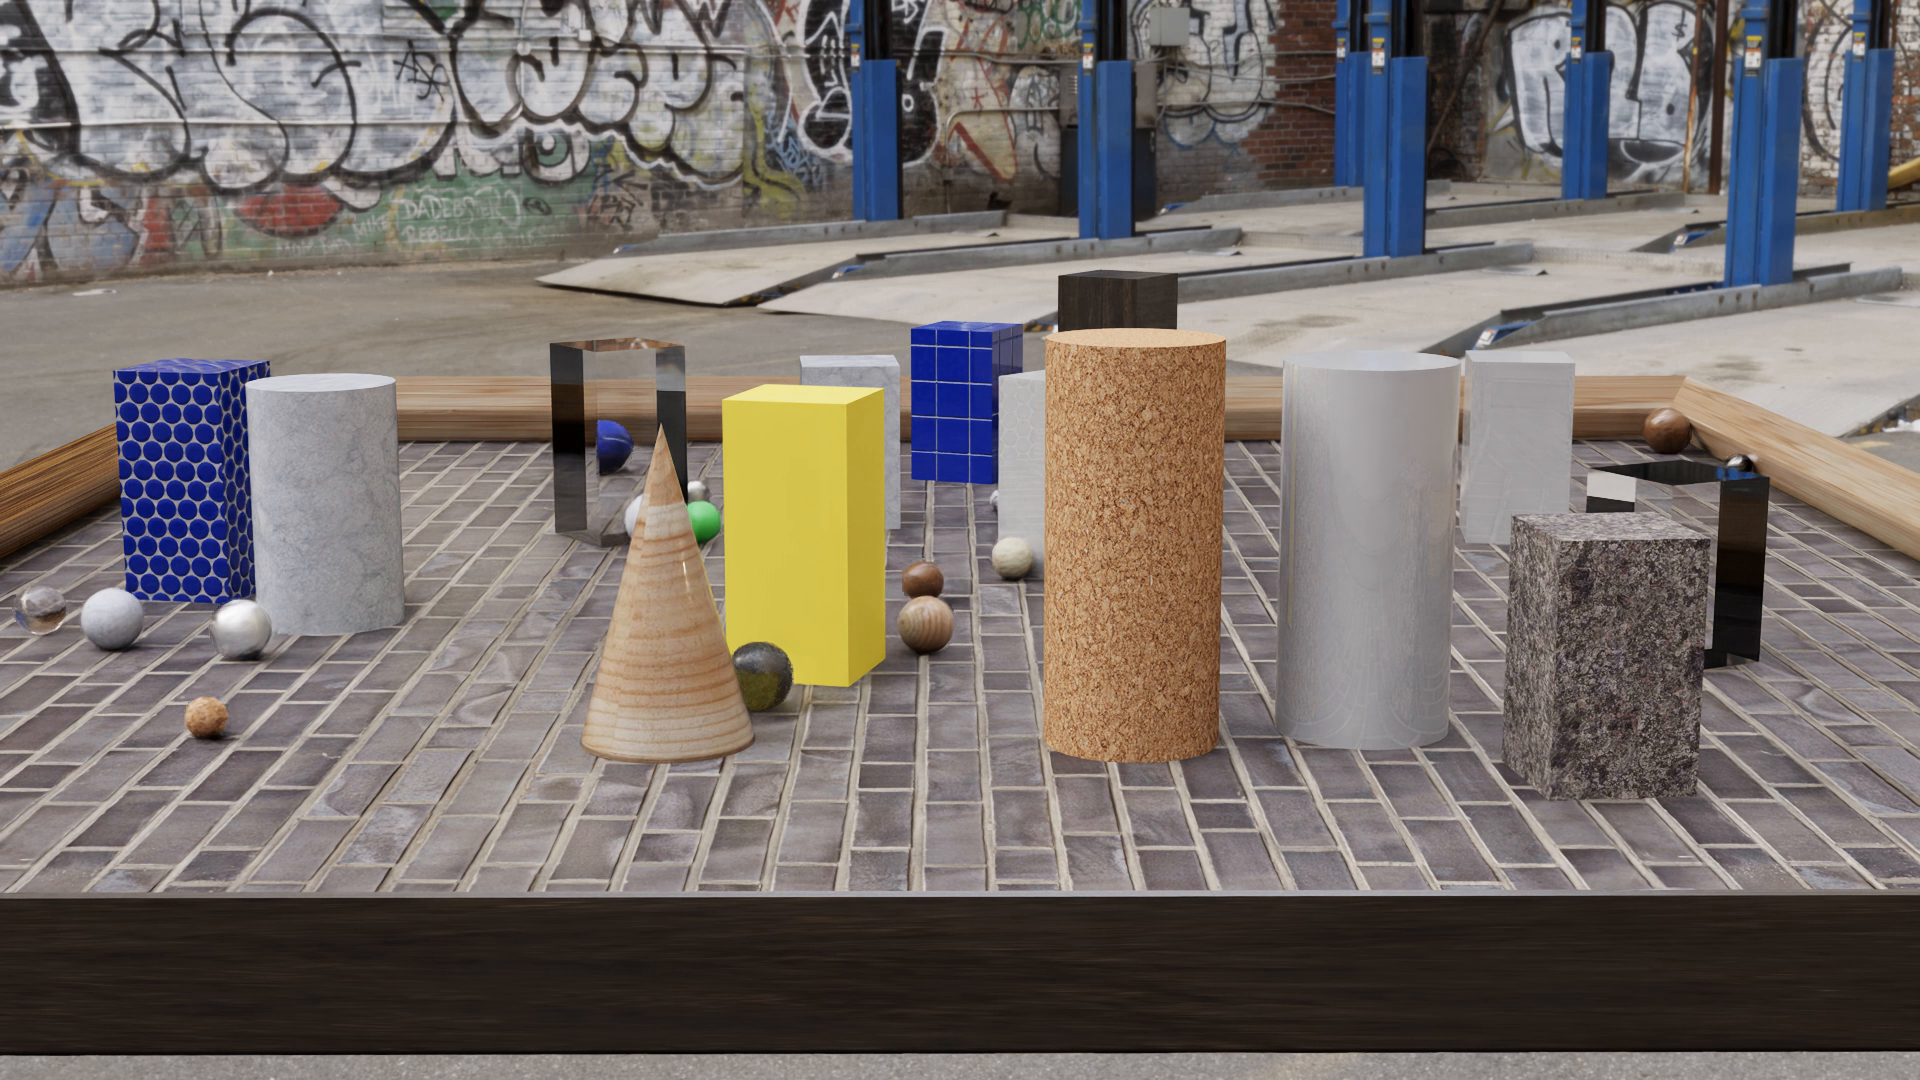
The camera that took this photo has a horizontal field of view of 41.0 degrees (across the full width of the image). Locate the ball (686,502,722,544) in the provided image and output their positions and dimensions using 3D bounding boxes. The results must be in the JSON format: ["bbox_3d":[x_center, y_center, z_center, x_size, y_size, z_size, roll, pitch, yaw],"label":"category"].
[{"bbox_3d":[-0.398,-0.027,3.935,0.065,0.065,0.065,0,11,0],"label":"ball"}]

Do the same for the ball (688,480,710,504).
[{"bbox_3d":[-0.436,-0.074,4.217,0.052,0.052,0.052,0,11,0],"label":"ball"}]

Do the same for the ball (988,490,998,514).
[{"bbox_3d":[0.070,-0.062,4.175,0.045,0.045,0.045,0,11,0],"label":"ball"}]

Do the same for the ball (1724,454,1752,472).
[{"bbox_3d":[1.373,-0.128,4.528,0.045,0.045,0.045,0,11,0],"label":"ball"}]

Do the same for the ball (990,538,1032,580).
[{"bbox_3d":[0.074,0.026,3.662,0.059,0.059,0.059,0,11,0],"label":"ball"}]

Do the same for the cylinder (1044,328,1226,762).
[{"bbox_3d":[0.186,0.002,2.756,0.191,0.439,0.191,0,11,0],"label":"cylinder"}]

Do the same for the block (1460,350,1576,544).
[{"bbox_3d":[0.862,-0.145,3.979,0.153,0.280,0.153,1,11,7],"label":"block"}]

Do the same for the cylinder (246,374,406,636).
[{"bbox_3d":[-0.832,-0.050,3.370,0.191,0.316,0.191,0,11,0],"label":"cylinder"}]

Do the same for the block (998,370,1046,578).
[{"bbox_3d":[0.163,-0.096,3.704,0.153,0.284,0.153,9,14,40],"label":"block"}]

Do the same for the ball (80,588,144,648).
[{"bbox_3d":[-1.065,0.099,3.225,0.077,0.077,0.077,0,11,0],"label":"ball"}]

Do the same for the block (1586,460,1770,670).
[{"bbox_3d":[0.881,0.030,3.170,0.153,0.231,0.153,-5,12,-26],"label":"block"}]

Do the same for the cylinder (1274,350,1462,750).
[{"bbox_3d":[0.445,0.007,2.809,0.191,0.409,0.191,0,11,0],"label":"cylinder"}]

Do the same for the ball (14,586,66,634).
[{"bbox_3d":[-1.185,0.090,3.308,0.064,0.064,0.064,0,11,0],"label":"ball"}]

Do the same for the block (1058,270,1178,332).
[{"bbox_3d":[0.273,-0.278,4.455,0.153,0.367,0.153,6,12,31],"label":"block"}]

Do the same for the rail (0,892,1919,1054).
[{"bbox_3d":[0.009,0.316,1.921,2.853,0.124,0.045,0,11,0],"label":"rail"}]

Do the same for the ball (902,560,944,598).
[{"bbox_3d":[-0.050,0.057,3.503,0.057,0.057,0.057,0,11,0],"label":"ball"}]

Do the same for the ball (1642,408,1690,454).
[{"bbox_3d":[1.332,-0.207,4.838,0.087,0.087,0.087,0,11,0],"label":"ball"}]

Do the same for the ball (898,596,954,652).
[{"bbox_3d":[-0.042,0.105,3.204,0.071,0.071,0.071,0,11,0],"label":"ball"}]

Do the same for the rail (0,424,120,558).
[{"bbox_3d":[-1.403,0.033,3.441,0.045,0.124,3.156,0,11,0],"label":"rail"}]

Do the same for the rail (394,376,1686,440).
[{"bbox_3d":[-0.009,-0.253,4.977,2.853,0.124,0.045,0,11,0],"label":"rail"}]

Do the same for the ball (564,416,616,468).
[{"bbox_3d":[-0.672,-0.178,4.658,0.095,0.095,0.095,0,11,0],"label":"ball"}]

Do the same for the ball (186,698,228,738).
[{"bbox_3d":[-0.822,0.194,2.800,0.045,0.045,0.045,0,11,0],"label":"ball"}]

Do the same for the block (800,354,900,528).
[{"bbox_3d":[-0.177,-0.158,4.105,0.153,0.259,0.153,-1,11,-5],"label":"block"}]

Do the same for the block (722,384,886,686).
[{"bbox_3d":[-0.186,-0.009,3.093,0.153,0.337,0.153,3,11,15],"label":"block"}]

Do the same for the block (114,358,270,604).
[{"bbox_3d":[-1.055,-0.085,3.557,0.153,0.315,0.153,2,11,12],"label":"block"}]

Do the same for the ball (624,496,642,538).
[{"bbox_3d":[-0.467,-0.029,3.892,0.084,0.084,0.084,0,11,0],"label":"ball"}]

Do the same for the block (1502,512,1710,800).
[{"bbox_3d":[0.657,0.116,2.622,0.153,0.264,0.153,-1,11,-6],"label":"block"}]

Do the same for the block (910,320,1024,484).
[{"bbox_3d":[0.013,-0.247,4.559,0.153,0.267,0.153,4,11,21],"label":"block"}]

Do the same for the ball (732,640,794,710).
[{"bbox_3d":[-0.228,0.154,2.919,0.079,0.079,0.079,0,11,0],"label":"ball"}]

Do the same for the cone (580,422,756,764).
[{"bbox_3d":[-0.318,0.046,2.761,0.191,0.349,0.191,0,11,0],"label":"cone"}]

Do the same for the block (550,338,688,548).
[{"bbox_3d":[-0.528,-0.154,3.977,0.153,0.299,0.153,-7,13,-35],"label":"block"}]

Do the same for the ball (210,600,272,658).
[{"bbox_3d":[-0.888,0.110,3.172,0.074,0.074,0.074,0,11,0],"label":"ball"}]

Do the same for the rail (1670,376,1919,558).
[{"bbox_3d":[1.403,0.030,3.457,0.045,0.124,3.156,0,11,0],"label":"rail"}]
